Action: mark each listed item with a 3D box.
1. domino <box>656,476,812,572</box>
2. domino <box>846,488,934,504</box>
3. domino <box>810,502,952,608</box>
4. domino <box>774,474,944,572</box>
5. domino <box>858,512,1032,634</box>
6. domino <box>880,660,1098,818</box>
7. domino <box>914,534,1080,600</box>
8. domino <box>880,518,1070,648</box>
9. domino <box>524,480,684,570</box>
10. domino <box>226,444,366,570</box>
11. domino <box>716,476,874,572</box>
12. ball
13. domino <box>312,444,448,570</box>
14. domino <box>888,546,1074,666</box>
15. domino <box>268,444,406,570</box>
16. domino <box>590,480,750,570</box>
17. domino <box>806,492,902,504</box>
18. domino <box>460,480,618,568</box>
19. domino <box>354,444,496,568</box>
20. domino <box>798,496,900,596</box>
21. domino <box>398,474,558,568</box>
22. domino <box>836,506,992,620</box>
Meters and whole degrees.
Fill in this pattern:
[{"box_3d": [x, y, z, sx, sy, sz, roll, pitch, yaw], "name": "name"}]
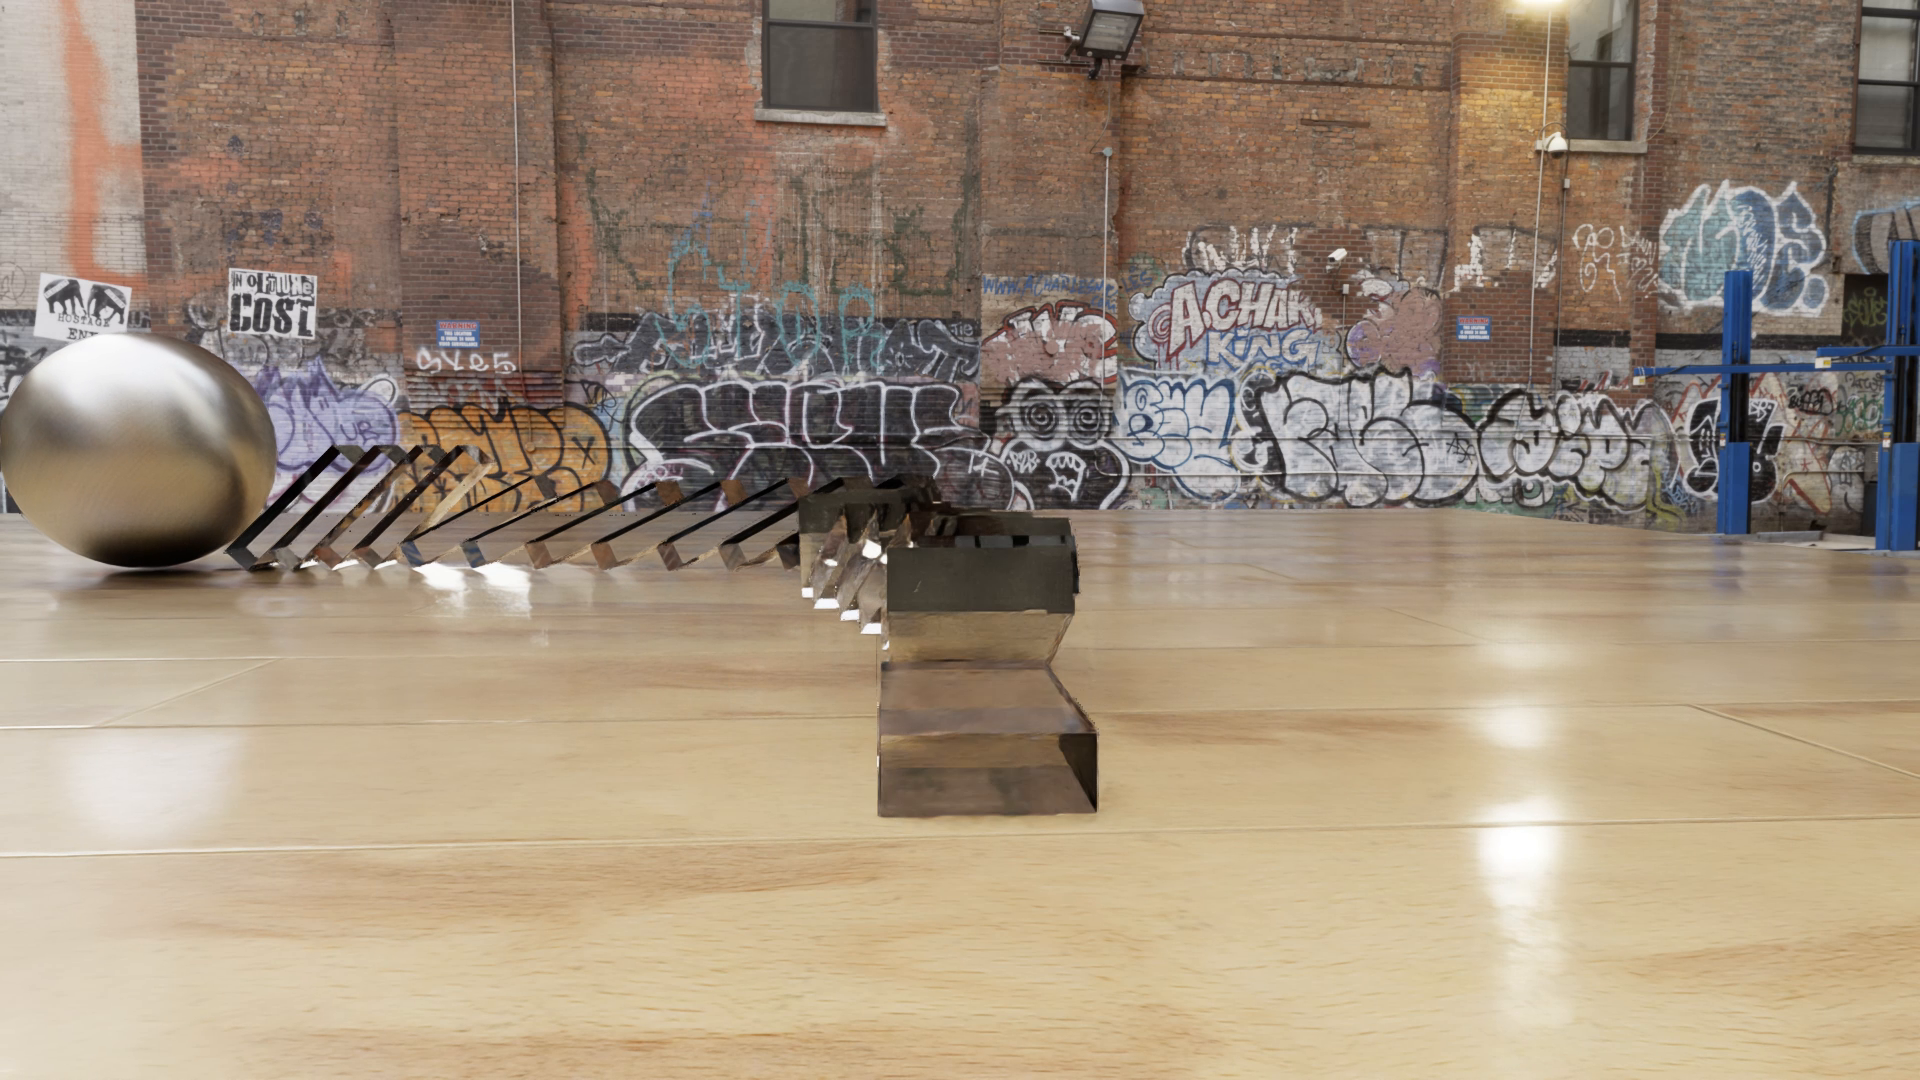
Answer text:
[{"box_3d": [-0.076, -0.006, 0.436, 0.050, 0.010, 0.025, -27, 1, 8], "name": "domino"}, {"box_3d": [-0.028, -0.001, 0.387, 0.025, 0.009, 0.050, -2, -20, -22], "name": "domino"}, {"box_3d": [-0.020, 0.005, 0.314, 0.025, 0.009, 0.050, -1, -19, -16], "name": "domino"}, {"box_3d": [-0.032, -0.005, 0.416, 0.050, 0.009, 0.025, -28, -11, 21], "name": "domino"}, {"box_3d": [-0.004, 0.008, 0.270, 0.025, 0.009, 0.050, -1, -20, -17], "name": "domino"}, {"box_3d": [0.002, 0.025, 0.172, 0.025, 0.009, 0.050, 0, 4, -3], "name": "domino"}, {"box_3d": [0.003, 0.012, 0.223, 0.025, 0.009, 0.050, -1, -19, -8], "name": "domino"}, {"box_3d": [0.002, 0.009, 0.247, 0.025, 0.010, 0.050, 0, -20, -15], "name": "domino"}, {"box_3d": [-0.122, -0.006, 0.444, 0.050, 0.009, 0.025, -25, 2, 6], "name": "domino"}, {"box_3d": [-0.226, -0.012, 0.442, 0.009, 0.050, 0.025, 45, -2, -8], "name": "domino"}, {"box_3d": [-0.053, -0.006, 0.427, 0.050, 0.009, 0.025, -28, -5, 17], "name": "domino"}, {"box_3d": [-0.277, -0.030, 0.436, 0.080, 0.080, 0.080, 0, 4, 0], "name": "ball"}, {"box_3d": [-0.200, -0.012, 0.447, 0.009, 0.050, 0.025, 45, -2, -8], "name": "domino"}, {"box_3d": [0.002, 0.013, 0.196, 0.025, 0.010, 0.050, 0, -19, -3], "name": "domino"}, {"box_3d": [-0.213, -0.012, 0.444, 0.009, 0.050, 0.025, 45, -2, -8], "name": "domino"}, {"box_3d": [-0.099, -0.006, 0.440, 0.050, 0.009, 0.025, -25, 1, 8], "name": "domino"}, {"box_3d": [-0.030, 0.001, 0.360, 0.025, 0.010, 0.050, -1, -20, -6], "name": "domino"}, {"box_3d": [-0.146, -0.006, 0.448, 0.050, 0.009, 0.025, -25, 5, 0], "name": "domino"}, {"box_3d": [-0.186, -0.012, 0.448, 0.010, 0.050, 0.025, 45, -2, -8], "name": "domino"}, {"box_3d": [-0.029, 0.002, 0.337, 0.025, 0.010, 0.050, -2, -20, -7], "name": "domino"}, {"box_3d": [-0.168, -0.007, 0.450, 0.050, 0.010, 0.025, -28, 7, -4], "name": "domino"}, {"box_3d": [-0.011, 0.006, 0.293, 0.025, 0.009, 0.050, -1, -20, -16], "name": "domino"}]
